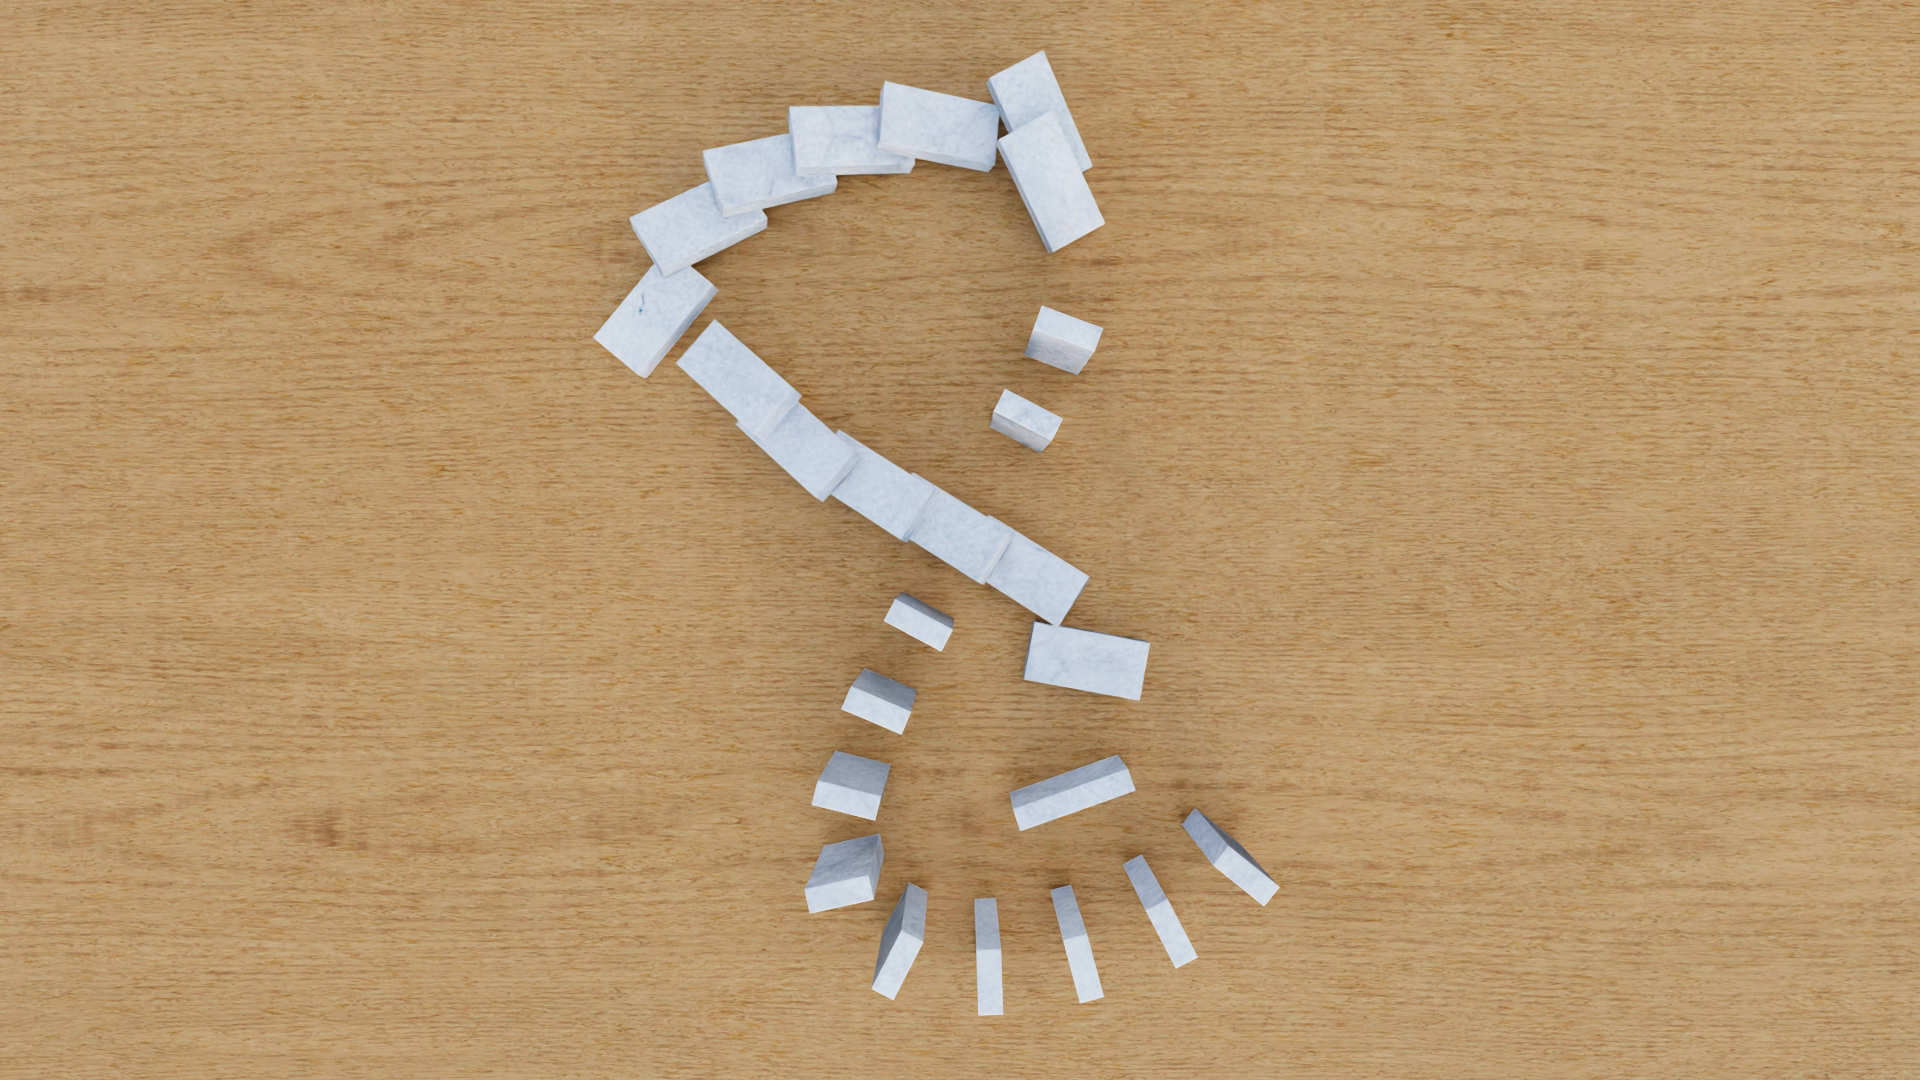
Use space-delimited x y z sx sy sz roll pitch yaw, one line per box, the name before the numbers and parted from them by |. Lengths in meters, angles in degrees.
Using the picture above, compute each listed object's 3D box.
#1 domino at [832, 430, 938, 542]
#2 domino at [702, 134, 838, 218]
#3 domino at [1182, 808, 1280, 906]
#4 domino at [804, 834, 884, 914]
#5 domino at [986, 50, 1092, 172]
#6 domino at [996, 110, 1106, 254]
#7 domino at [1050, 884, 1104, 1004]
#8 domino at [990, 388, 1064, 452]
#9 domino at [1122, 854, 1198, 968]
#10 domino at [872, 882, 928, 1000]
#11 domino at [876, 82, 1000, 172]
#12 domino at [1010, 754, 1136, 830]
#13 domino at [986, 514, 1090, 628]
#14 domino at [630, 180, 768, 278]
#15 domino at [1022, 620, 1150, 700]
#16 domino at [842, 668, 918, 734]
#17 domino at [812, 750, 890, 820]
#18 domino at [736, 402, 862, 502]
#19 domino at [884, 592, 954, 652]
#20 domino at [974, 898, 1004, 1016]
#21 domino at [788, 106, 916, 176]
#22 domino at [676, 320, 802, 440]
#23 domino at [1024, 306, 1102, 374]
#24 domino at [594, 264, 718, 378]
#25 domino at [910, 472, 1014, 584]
domino | -0.037 -0.023 0.389 0.050 0.010 0.025 33 90 15
domino | -0.080 -0.156 0.389 0.050 0.010 0.025 -19 90 -16
domino | 0.109 0.128 0.375 0.025 0.050 0.010 39 90 0
domino | -0.046 0.135 0.375 0.025 0.050 0.009 -12 90 0
domino | 0.034 -0.176 0.389 0.025 0.010 0.050 -27 104 0
domino | 0.038 -0.150 0.386 0.025 0.009 0.050 -29 104 0
domino | 0.047 0.164 0.375 0.009 0.050 0.025 -15 90 0
domino | 0.026 -0.048 0.375 0.025 0.050 0.010 27 90 0
domino | 0.081 0.150 0.375 0.010 0.050 0.025 -28 90 0
domino | -0.024 0.163 0.375 0.010 0.050 0.025 27 90 0
domino | -0.009 -0.175 0.389 0.050 0.009 0.025 5 90 -16
domino | 0.047 0.106 0.388 0.050 0.025 0.009 -19 90 0
domino | 0.027 0.013 0.390 0.050 0.009 0.025 32 90 11
domino | -0.110 -0.135 0.389 0.050 0.010 0.025 -32 90 -15
domino | 0.054 0.052 0.395 0.050 0.010 0.025 10 90 0
domino | -0.032 0.065 0.375 0.025 0.050 0.010 23 90 0
domino | -0.043 0.100 0.375 0.025 0.050 0.010 14 90 0
domino | -0.069 -0.042 0.389 0.050 0.009 0.025 41 90 16
domino | -0.016 0.033 0.375 0.025 0.050 0.009 28 90 0
domino | 0.011 0.169 0.375 0.009 0.050 0.025 -2 90 0
domino | -0.046 -0.169 0.389 0.050 0.010 0.025 -8 90 -16
domino | -0.094 -0.068 0.389 0.050 0.010 0.025 41 90 15
domino | 0.041 -0.081 0.375 0.025 0.050 0.009 20 90 0
domino | -0.131 -0.098 0.395 0.025 0.009 0.050 40 90 0
domino | -0.005 -0.005 0.389 0.050 0.010 0.025 32 90 15
